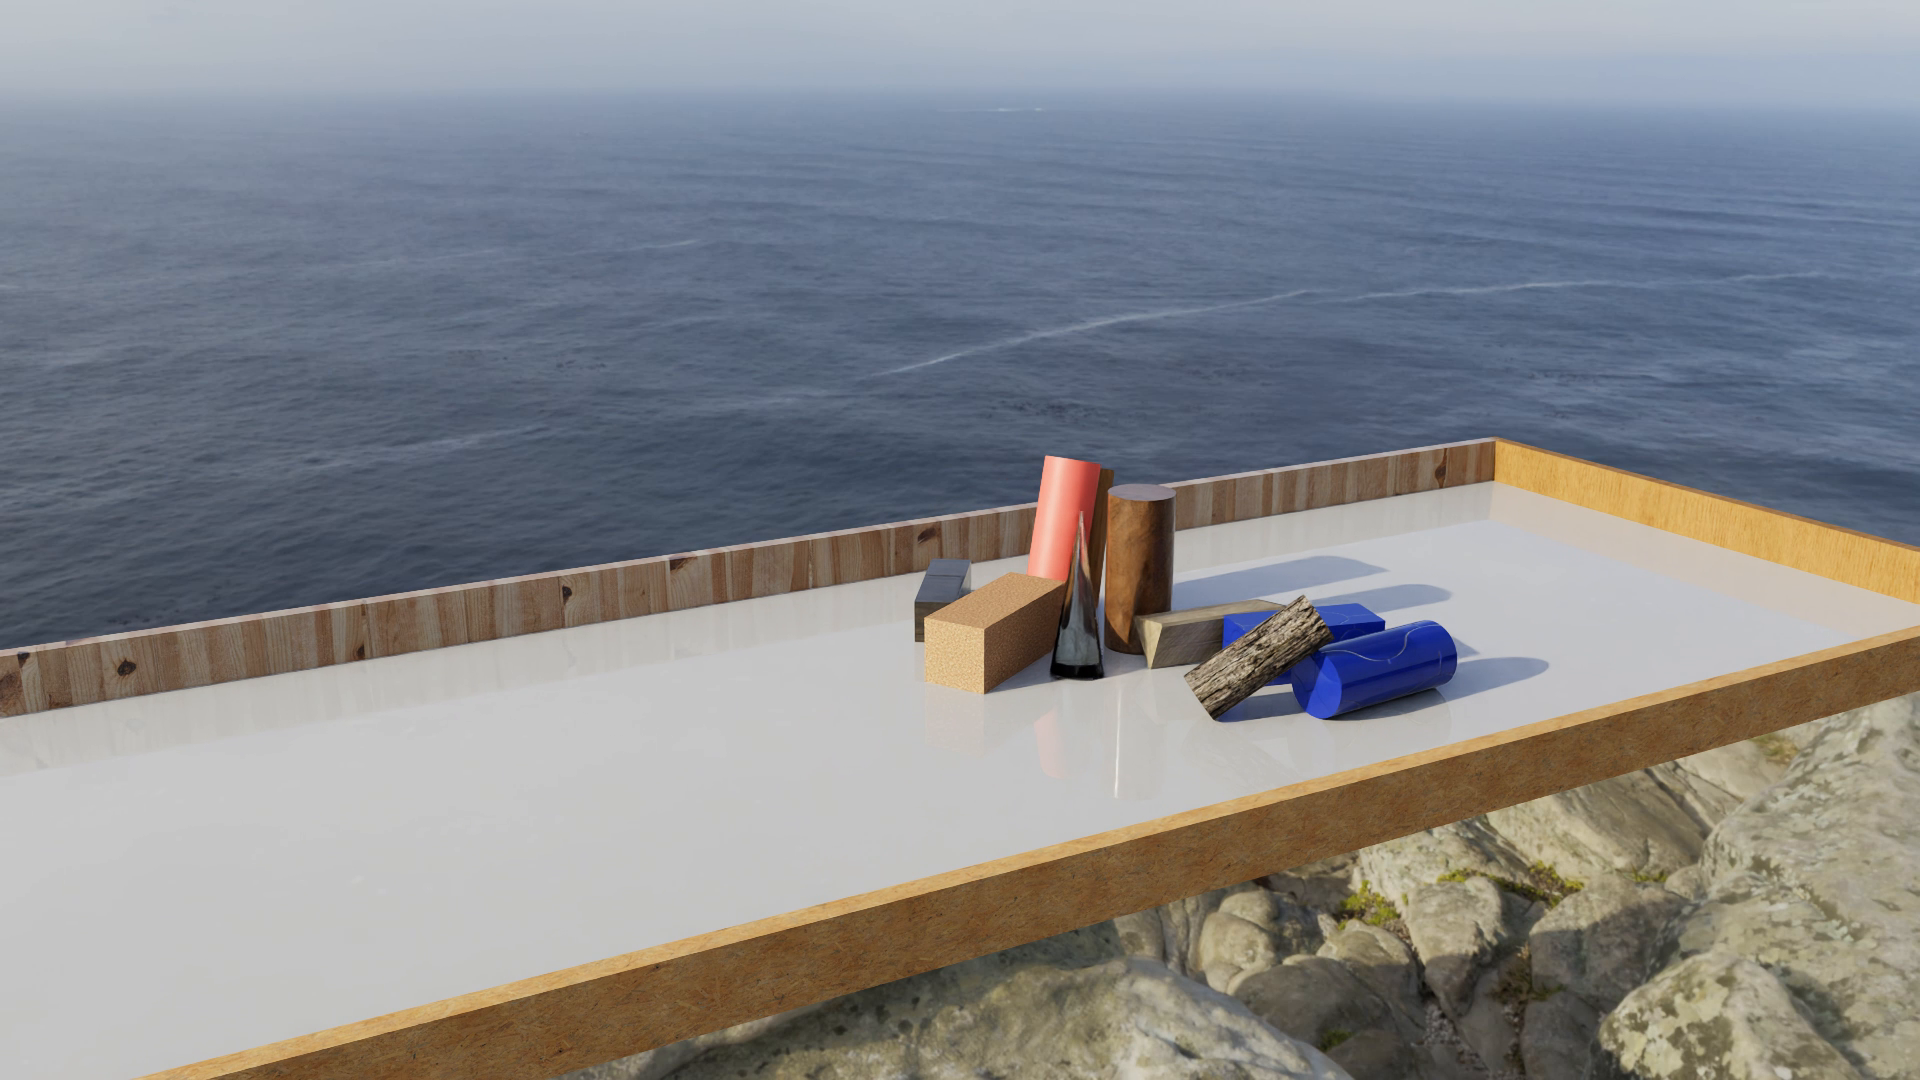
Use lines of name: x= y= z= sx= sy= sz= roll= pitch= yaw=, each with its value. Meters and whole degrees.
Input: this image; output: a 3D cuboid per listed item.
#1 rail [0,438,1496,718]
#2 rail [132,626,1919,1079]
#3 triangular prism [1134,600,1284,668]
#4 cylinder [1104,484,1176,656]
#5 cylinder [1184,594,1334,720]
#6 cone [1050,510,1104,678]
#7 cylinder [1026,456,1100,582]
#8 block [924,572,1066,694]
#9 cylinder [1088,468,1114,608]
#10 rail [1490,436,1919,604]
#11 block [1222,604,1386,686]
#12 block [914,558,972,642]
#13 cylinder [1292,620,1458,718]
rail: x=-3.305 y=0.497 z=3.399 sx=12.000 sy=0.150 sz=0.050 roll=-9 pitch=18 yaw=-27
rail: x=-2.336 y=1.006 z=1.665 sx=12.000 sy=0.150 sz=0.050 roll=-9 pitch=18 yaw=-27
triangular prism: x=0.659 y=0.220 z=4.270 sx=0.371 sy=0.144 sz=0.125 roll=-7 pitch=-22 yaw=-22
cylinder: x=0.474 y=0.076 z=4.354 sx=0.178 sy=0.419 sz=0.178 roll=0 pitch=16 yaw=0
cylinder: x=0.703 y=0.276 z=3.884 sx=0.340 sy=0.126 sz=0.126 roll=-35 pitch=16 yaw=6
cone: x=0.300 y=0.125 z=4.160 sx=0.136 sy=0.424 sz=0.136 roll=1 pitch=12 yaw=0
cylinder: x=0.275 y=0.001 z=4.520 sx=0.154 sy=0.444 sz=0.154 roll=9 pitch=2 yaw=0
block: x=0.097 y=0.233 z=4.259 sx=0.170 sy=0.170 sz=0.440 roll=9 pitch=19 yaw=29
cylinder: x=0.344 y=-0.009 z=4.651 sx=0.137 sy=0.391 sz=0.137 roll=7 pitch=1 yaw=0
rail: x=2.466 y=-0.048 z=5.253 sx=0.050 sy=0.150 sz=2.100 roll=-9 pitch=18 yaw=-27
block: x=0.871 y=0.266 z=4.192 sx=0.375 sy=0.145 sz=0.145 roll=-4 pitch=17 yaw=-14
block: x=-0.045 y=0.165 z=4.591 sx=0.114 sy=0.114 sz=0.395 roll=2 pitch=16 yaw=6
cylinder: x=1.006 y=0.311 z=4.002 sx=0.391 sy=0.167 sz=0.167 roll=-10 pitch=19 yaw=-31
